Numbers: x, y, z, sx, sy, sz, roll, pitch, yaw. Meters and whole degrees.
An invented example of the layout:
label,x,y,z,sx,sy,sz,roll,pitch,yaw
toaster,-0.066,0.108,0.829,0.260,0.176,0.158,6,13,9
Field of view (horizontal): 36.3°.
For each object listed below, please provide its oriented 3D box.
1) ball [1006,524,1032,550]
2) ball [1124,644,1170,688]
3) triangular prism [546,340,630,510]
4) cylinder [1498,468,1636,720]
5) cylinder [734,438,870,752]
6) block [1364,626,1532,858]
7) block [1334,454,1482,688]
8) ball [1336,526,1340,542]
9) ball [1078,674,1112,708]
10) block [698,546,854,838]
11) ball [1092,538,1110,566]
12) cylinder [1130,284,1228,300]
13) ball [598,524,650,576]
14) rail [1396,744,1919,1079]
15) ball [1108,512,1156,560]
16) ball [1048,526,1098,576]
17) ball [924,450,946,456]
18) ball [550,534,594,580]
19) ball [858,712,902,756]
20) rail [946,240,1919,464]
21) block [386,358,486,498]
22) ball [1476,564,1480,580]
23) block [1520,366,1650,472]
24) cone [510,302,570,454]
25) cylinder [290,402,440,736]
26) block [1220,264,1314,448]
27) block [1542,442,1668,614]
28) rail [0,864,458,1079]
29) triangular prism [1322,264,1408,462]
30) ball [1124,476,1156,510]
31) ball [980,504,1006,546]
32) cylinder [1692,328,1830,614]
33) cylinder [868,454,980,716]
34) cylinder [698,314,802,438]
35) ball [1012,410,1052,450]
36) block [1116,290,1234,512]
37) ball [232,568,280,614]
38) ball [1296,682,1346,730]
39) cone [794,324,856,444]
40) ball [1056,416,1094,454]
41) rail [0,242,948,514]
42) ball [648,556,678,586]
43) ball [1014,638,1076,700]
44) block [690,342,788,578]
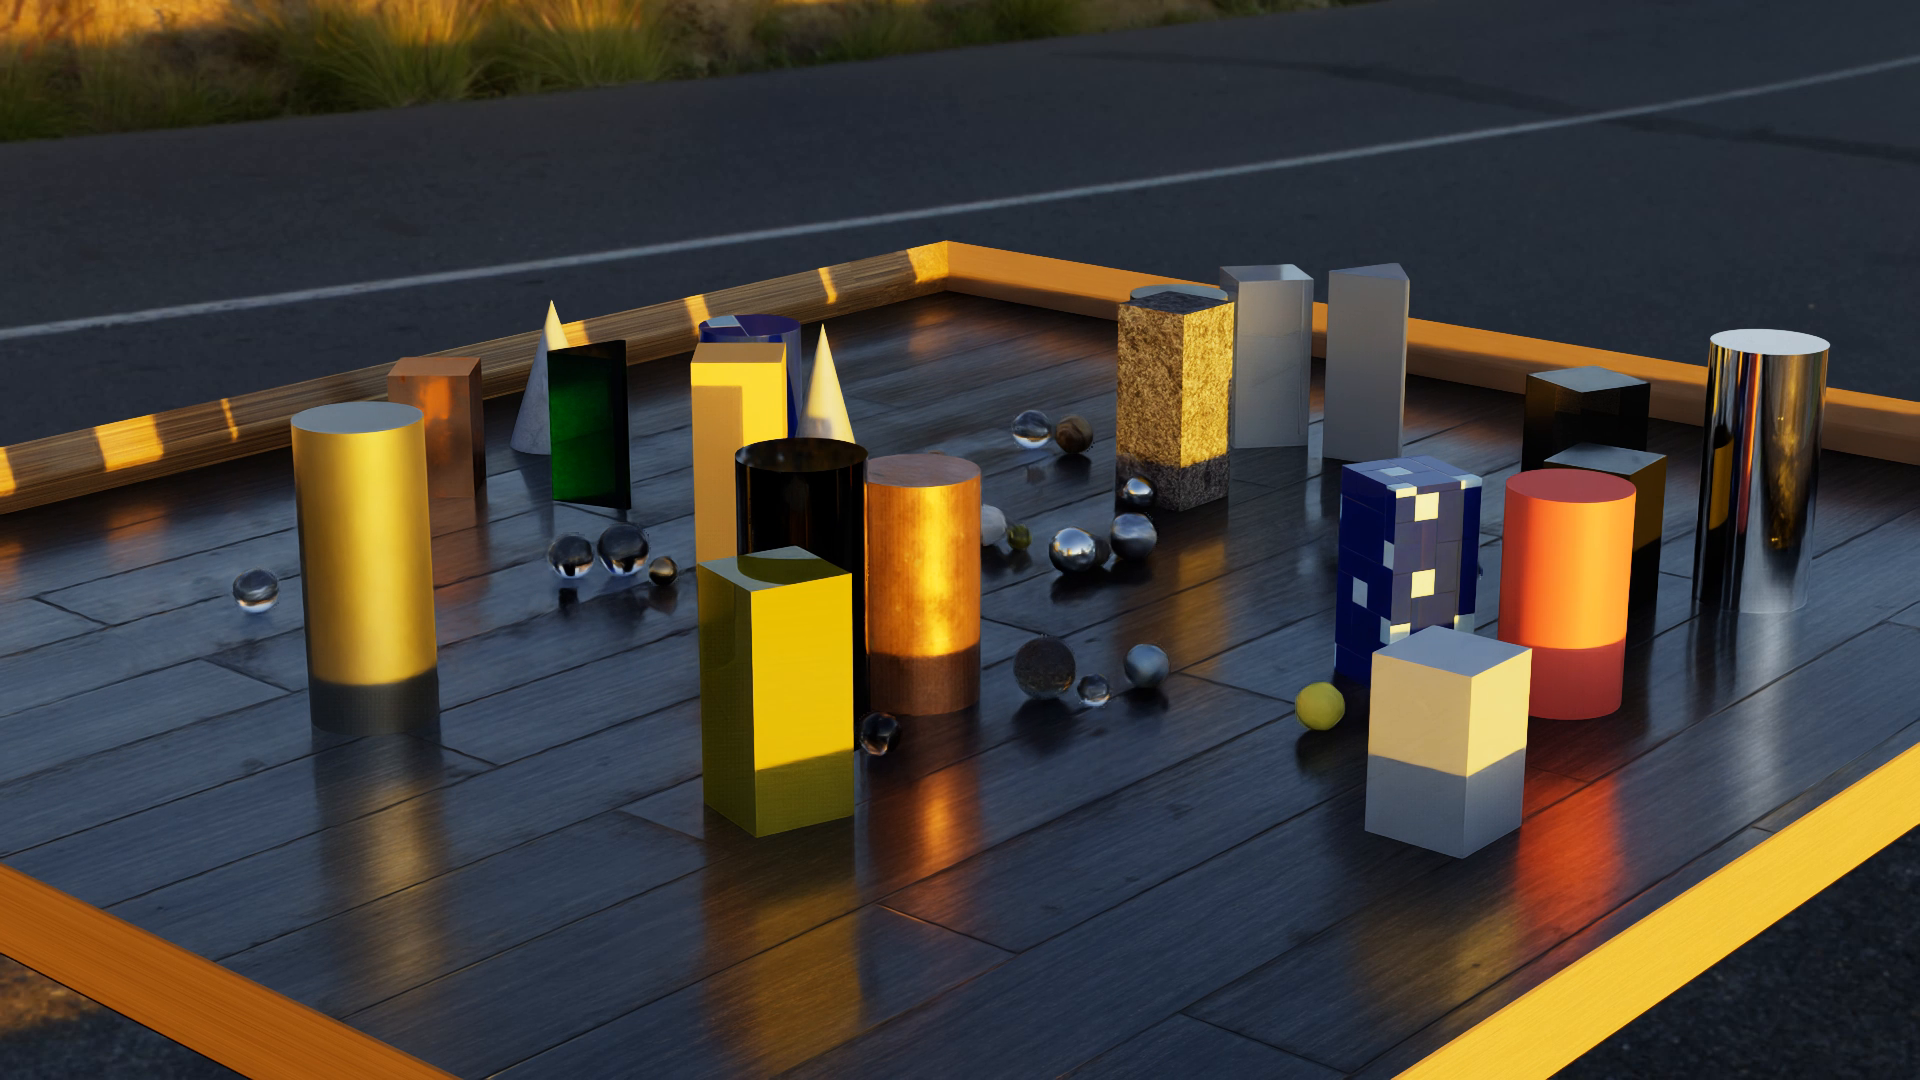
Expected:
label,x,y,z,sx,sy,sz,roll,pitch,yaw
ball,0.109,-0.006,5.390,0.047,0.047,0.047,0,17,0
ball,0.297,0.200,4.665,0.071,0.071,0.071,0,17,0
triangular prism,-0.686,-0.230,5.701,0.171,0.296,0.148,7,18,22
cylinder,0.942,0.083,4.574,0.197,0.348,0.197,0,17,0
cylinder,-0.234,0.086,4.395,0.197,0.445,0.197,0,17,0
block,0.678,0.278,4.074,0.158,0.263,0.158,14,22,39
block,0.711,0.056,4.670,0.158,0.343,0.158,-8,18,-24
ball,0.727,-0.006,5.322,0.086,0.086,0.086,0,17,0
ball,0.211,0.235,4.580,0.054,0.054,0.054,0,17,0
block,-0.259,0.211,4.130,0.158,0.359,0.158,-10,20,-31
ball,0.246,0.021,5.293,0.051,0.051,0.051,0,17,0
cylinder,0.442,-0.336,5.979,0.197,0.339,0.197,0,17,0
ball,-0.601,0.018,5.232,0.093,0.093,0.093,0,17,0
rail,1.276,0.352,4.059,0.045,0.128,3.843,14,22,39
ball,0.313,-0.007,5.322,0.088,0.088,0.088,0,17,0
ball,0.202,0.019,5.238,0.086,0.086,0.086,0,17,0
ball,-0.051,-0.151,5.852,0.059,0.059,0.059,0,17,0
ball,-0.690,0.030,5.215,0.080,0.080,0.080,0,17,0
ball,-0.120,0.289,4.379,0.065,0.065,0.065,0,17,0
rail,1.244,-0.381,6.492,3.428,0.128,0.045,14,22,39
block,-1.028,-0.223,5.770,0.158,0.243,0.158,0,17,0
ball,0.902,0.053,5.200,0.043,0.043,0.043,0,17,0
block,1.145,-0.144,5.389,0.158,0.313,0.158,-8,19,-26
cone,-0.842,-0.350,6.085,0.197,0.304,0.197,0,17,0
cylinder,-0.908,0.043,4.488,0.197,0.475,0.197,0,17,0
block,0.634,-0.384,6.118,0.158,0.352,0.158,-3,17,-9
block,1.108,-0.018,5.069,0.158,0.256,0.158,12,20,34
rail,-1.244,0.446,3.748,3.428,0.128,0.045,14,22,39
triangular prism,0.855,-0.363,5.987,0.171,0.386,0.148,10,19,29
ball,0.346,-0.091,5.642,0.065,0.065,0.065,0,17,0
ball,0.048,-0.028,5.413,0.075,0.075,0.075,0,17,0
cylinder,1.380,-0.120,5.061,0.197,0.455,0.197,0,17,0
cylinder,-0.066,0.068,4.591,0.197,0.367,0.197,0,17,0
cylinder,-0.406,-0.253,5.704,0.197,0.338,0.197,0,17,0
ball,0.149,-0.228,6.067,0.082,0.082,0.082,0,17,0
block,0.415,-0.271,5.682,0.158,0.386,0.158,14,22,39
ball,-1.207,0.087,5.026,0.078,0.078,0.078,0,17,0
ball,0.551,0.254,4.481,0.074,0.074,0.074,0,17,0
cone,-0.255,-0.215,5.487,0.197,0.391,0.197,0,17,0
ball,0.236,-0.217,6.037,0.079,0.079,0.079,0,17,0
rail,-1.276,-0.288,6.181,0.045,0.128,3.843,14,22,39
ball,-0.525,0.055,5.180,0.052,0.052,0.052,0,17,0
ball,0.133,0.202,4.611,0.099,0.099,0.099,0,17,0
block,-0.392,-0.144,5.251,0.158,0.392,0.158,0,17,0
